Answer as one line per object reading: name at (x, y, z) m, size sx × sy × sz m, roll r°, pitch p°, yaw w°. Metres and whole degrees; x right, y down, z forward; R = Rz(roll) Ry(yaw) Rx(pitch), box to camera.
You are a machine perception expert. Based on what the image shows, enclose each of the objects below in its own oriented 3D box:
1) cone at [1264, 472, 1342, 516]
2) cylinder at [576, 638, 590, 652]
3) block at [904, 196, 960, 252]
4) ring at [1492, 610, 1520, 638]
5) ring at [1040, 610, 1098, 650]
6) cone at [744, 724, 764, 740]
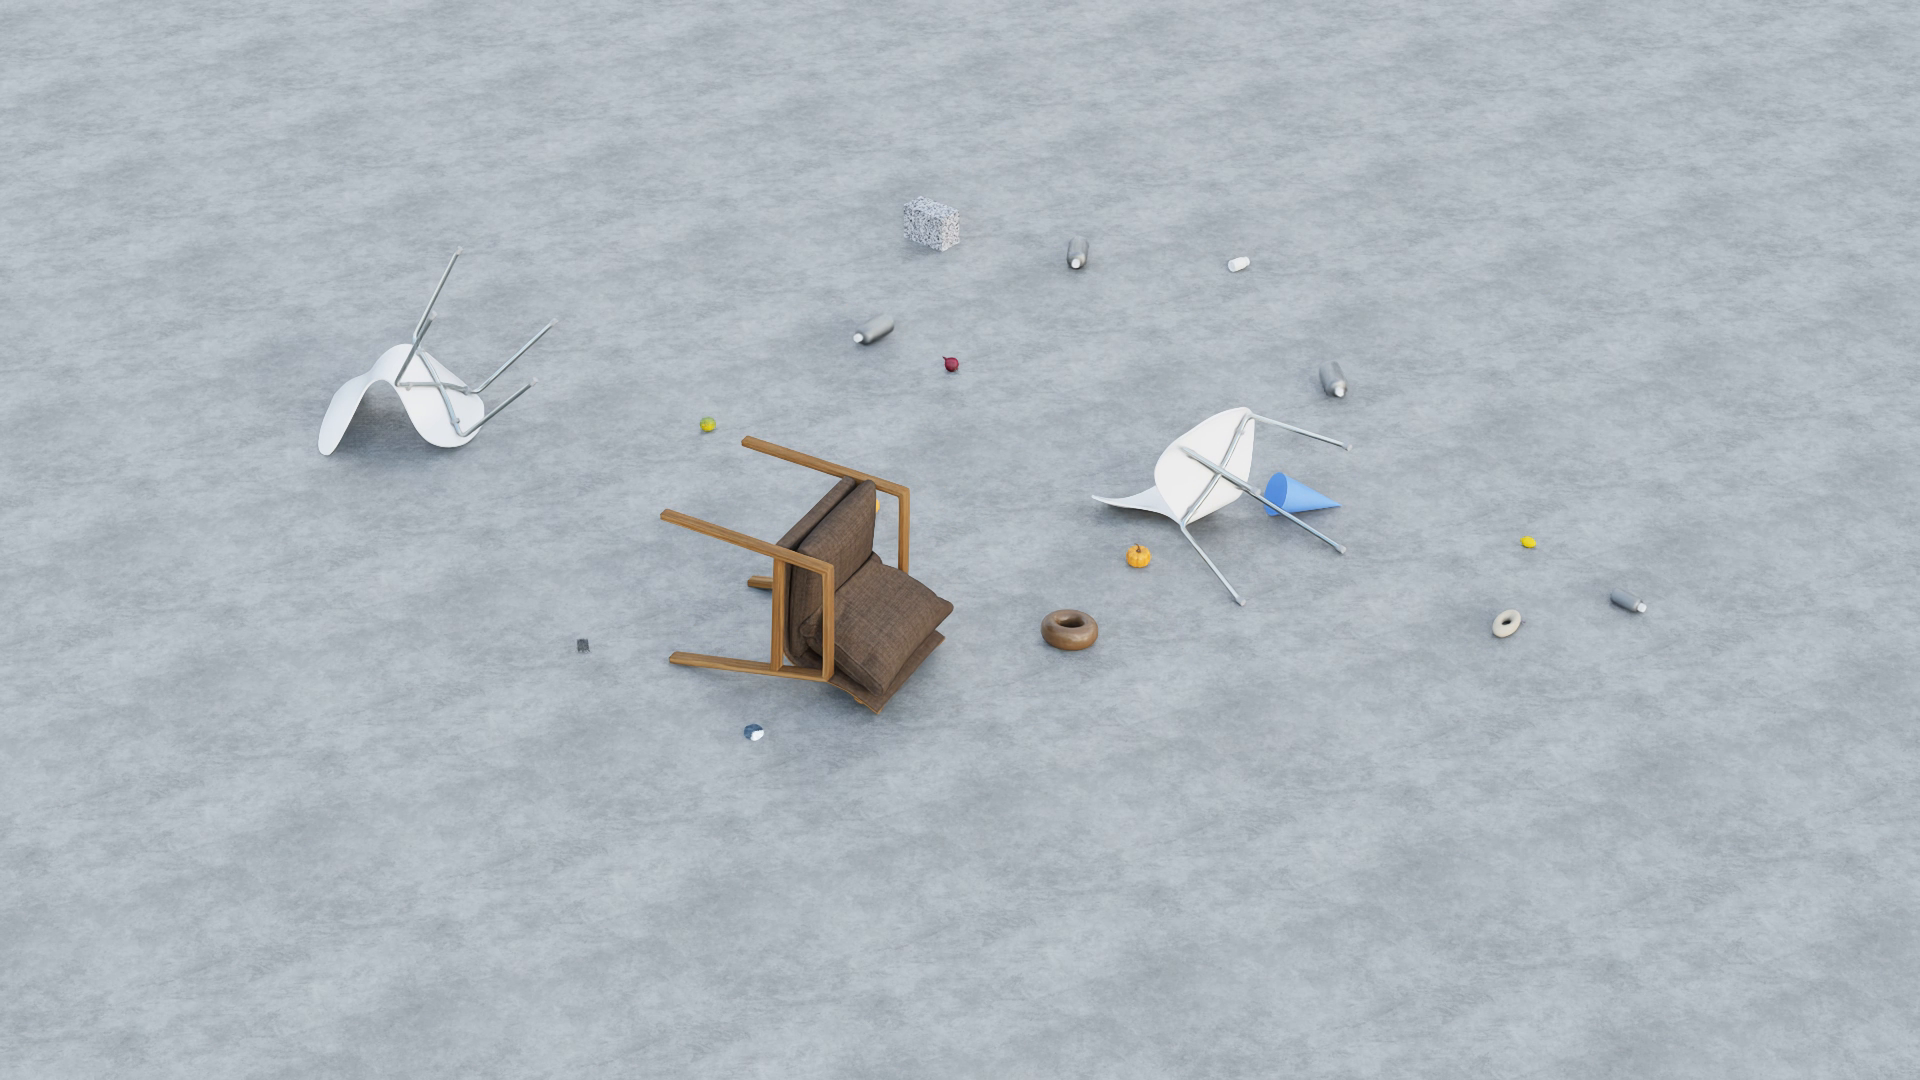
cone at (1.322, -0.152, 11.097) m, size 0.284 × 0.165 × 0.198 m, roll 9°, pitch -11°, yaw -19°
cylinder at (-1.330, 0.370, 10.344) m, size 0.040 × 0.043 × 0.044 m, roll -5°, pitch 13°, yaw -7°
block at (-0.126, -1.394, 12.915) m, size 0.221 × 0.158 × 0.117 m, roll 25°, pitch 41°, yaw 32°
ring at (1.950, 0.297, 10.459) m, size 0.085 × 0.040 × 0.166 m, roll 17°, pitch 36°, yaw 26°
ring at (0.387, 0.318, 10.378) m, size 0.208 × 0.094 × 0.161 m, roll 6°, pitch 36°, yaw 7°
cone at (-0.702, 0.652, 9.935) m, size 0.068 × 0.057 × 0.035 m, roll -1°, pitch -7°, yaw -12°
